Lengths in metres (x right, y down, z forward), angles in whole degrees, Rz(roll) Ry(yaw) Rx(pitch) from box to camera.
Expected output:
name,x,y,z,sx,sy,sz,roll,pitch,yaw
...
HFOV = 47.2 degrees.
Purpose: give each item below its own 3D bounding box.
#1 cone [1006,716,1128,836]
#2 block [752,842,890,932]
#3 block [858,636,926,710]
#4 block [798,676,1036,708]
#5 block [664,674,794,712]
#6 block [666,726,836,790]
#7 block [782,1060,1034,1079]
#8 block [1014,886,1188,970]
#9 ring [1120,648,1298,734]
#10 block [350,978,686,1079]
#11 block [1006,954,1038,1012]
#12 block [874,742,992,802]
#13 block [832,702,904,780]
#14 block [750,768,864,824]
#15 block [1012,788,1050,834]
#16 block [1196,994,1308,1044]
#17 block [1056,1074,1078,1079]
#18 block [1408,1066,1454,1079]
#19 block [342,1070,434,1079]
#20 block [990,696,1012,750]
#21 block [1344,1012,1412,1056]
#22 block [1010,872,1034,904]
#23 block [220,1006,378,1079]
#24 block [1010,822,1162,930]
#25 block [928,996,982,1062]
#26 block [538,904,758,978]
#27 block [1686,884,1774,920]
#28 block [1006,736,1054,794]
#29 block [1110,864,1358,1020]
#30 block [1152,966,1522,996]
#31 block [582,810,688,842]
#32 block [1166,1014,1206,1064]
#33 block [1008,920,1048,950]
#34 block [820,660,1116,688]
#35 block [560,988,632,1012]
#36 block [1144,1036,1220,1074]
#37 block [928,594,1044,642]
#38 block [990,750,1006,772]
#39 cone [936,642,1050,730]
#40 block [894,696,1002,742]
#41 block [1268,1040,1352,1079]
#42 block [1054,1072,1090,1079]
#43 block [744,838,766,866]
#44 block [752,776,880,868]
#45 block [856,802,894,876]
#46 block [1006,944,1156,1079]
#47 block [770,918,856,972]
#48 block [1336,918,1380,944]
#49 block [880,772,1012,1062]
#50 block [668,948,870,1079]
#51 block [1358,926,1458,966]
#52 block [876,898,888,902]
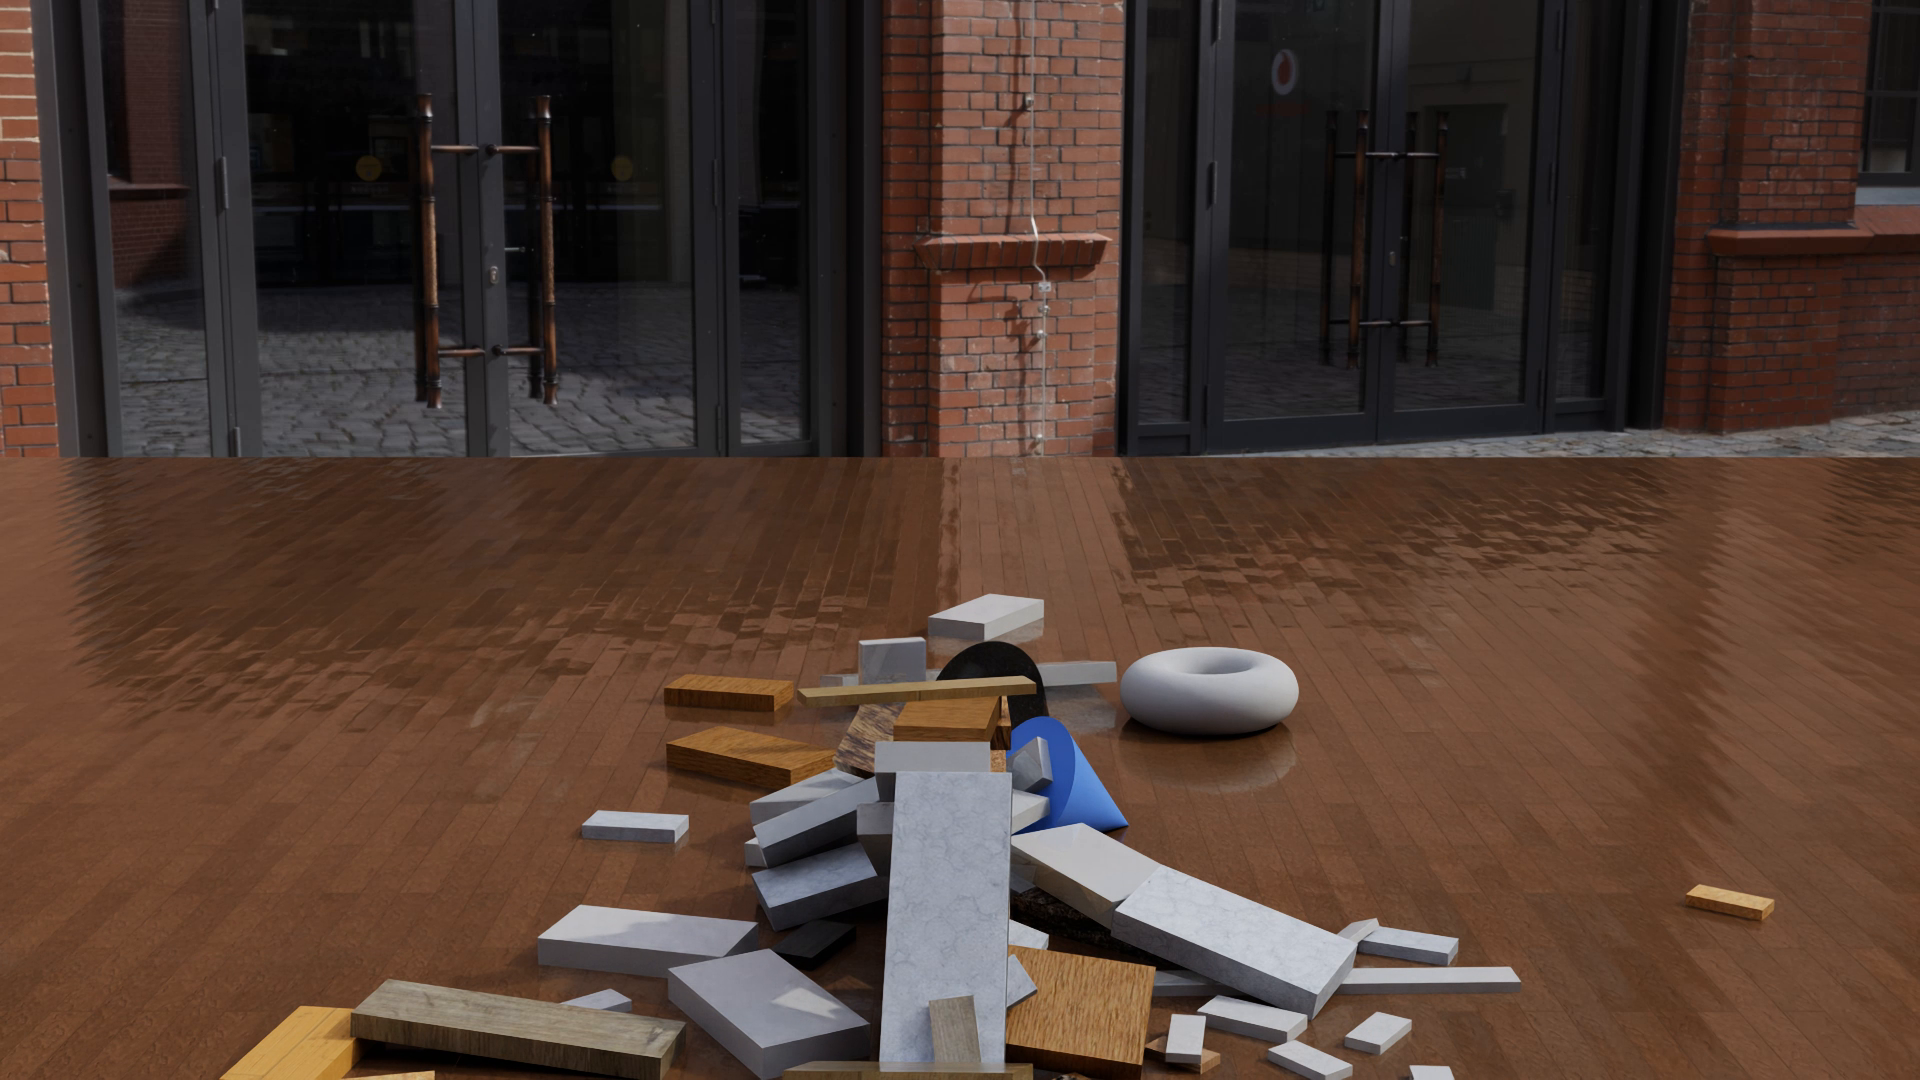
name,x,y,z,sx,sy,sz,roll,pitch,yaw
cone,0.214,0.478,3.961,0.254,0.254,0.254,25,-5,-33
block,-0.177,0.548,3.590,0.301,0.043,0.151,-15,16,-13
block,-0.134,0.327,4.379,0.129,0.258,0.037,-3,11,-15
block,-0.064,0.229,3.331,0.362,0.016,0.058,-2,9,-18
block,-0.515,0.341,4.912,0.258,0.037,0.129,3,11,15
block,-0.410,0.435,4.381,0.324,0.046,0.162,7,13,35
block,-0.063,0.679,2.748,0.288,0.041,0.144,-2,-9,11
block,0.283,0.603,3.475,0.374,0.046,0.162,8,13,37
ring,0.538,0.324,4.753,0.385,0.128,0.385,-1,10,0
block,-0.606,0.673,3.027,0.438,0.035,0.123,6,11,8
block,0.039,0.611,2.948,0.117,0.017,0.059,-29,61,-14
block,-0.034,0.372,3.230,0.162,0.046,0.323,0,-25,2
block,-0.070,0.374,3.840,0.274,0.039,0.137,15,61,24
block,-0.223,0.463,4.111,0.137,0.039,0.437,-5,4,25
block,0.042,0.461,3.838,0.211,0.030,0.105,9,20,41
block,0.415,0.681,3.124,0.140,0.020,0.070,7,12,32
block,0.218,0.732,2.807,0.227,0.017,0.058,10,16,27
block,0.628,0.724,2.906,0.053,0.015,0.106,1,11,3
block,-0.755,0.725,2.894,0.124,0.018,0.062,-2,11,-13
block,0.009,0.278,3.446,0.133,0.038,0.266,1,9,-1
block,0.587,0.691,3.083,0.053,0.015,0.106,7,13,34
block,0.101,0.562,3.663,0.084,0.024,0.167,28,17,10
block,-0.888,0.700,2.983,0.123,0.035,0.247,1,11,8
block,0.219,0.538,3.544,0.162,0.046,0.325,-6,14,-30
block,-0.005,0.653,2.851,0.059,0.118,0.017,-7,-32,-1
block,-0.478,0.621,3.386,0.301,0.043,0.151,3,11,15
block,1.261,0.593,3.602,0.124,0.018,0.062,8,13,37
block,0.094,0.430,3.904,0.024,0.086,0.173,25,-49,-33
block,0.407,0.594,3.268,0.325,0.046,0.162,19,26,25
block,0.532,0.656,3.267,0.591,0.017,0.059,0,11,-2
block,-0.587,0.519,3.984,0.173,0.024,0.086,2,11,10
block,0.312,0.688,3.033,0.048,0.014,0.133,2,11,9
block,0.043,0.622,3.135,0.095,0.027,0.191,19,44,19
block,0.021,0.310,4.904,0.647,0.046,0.162,-2,-1,-21
block,-0.537,0.676,3.164,0.115,0.016,0.058,-9,14,-40
block,0.303,0.705,3.013,0.095,0.014,0.048,9,14,39
block,0.069,0.198,5.655,0.162,0.046,0.324,6,12,29
block,-0.003,0.366,3.513,0.152,0.043,0.304,-1,41,0
cone,0.122,0.377,4.473,0.278,0.278,0.278,8,-13,36
block,-0.015,0.266,3.273,0.133,0.038,0.266,2,9,6
block,0.475,0.709,2.986,0.053,0.015,0.106,-8,13,-37
block,0.126,0.728,2.878,0.117,0.017,0.058,-8,13,-38
block,-0.219,0.535,3.803,0.274,0.039,0.137,1,8,25
block,-0.134,0.445,3.664,0.417,0.043,0.151,-22,-30,-9
block,-0.055,0.443,3.242,0.162,0.046,0.323,-1,-19,3
block,0.093,0.636,2.995,0.327,0.046,0.163,8,42,7
block,-0.229,0.627,3.410,0.076,0.022,0.152,5,11,23
block,0.607,0.615,3.419,0.048,0.014,0.095,-22,0,43
block,-0.016,0.528,2.967,0.162,0.453,0.046,0,-32,4
block,-0.275,0.668,3.121,0.163,0.046,0.327,-6,12,-29
block,0.695,0.628,3.410,0.140,0.020,0.070,5,12,25
block,-0.130,0.581,3.664,0.139,0.020,0.070,-1,11,-6
